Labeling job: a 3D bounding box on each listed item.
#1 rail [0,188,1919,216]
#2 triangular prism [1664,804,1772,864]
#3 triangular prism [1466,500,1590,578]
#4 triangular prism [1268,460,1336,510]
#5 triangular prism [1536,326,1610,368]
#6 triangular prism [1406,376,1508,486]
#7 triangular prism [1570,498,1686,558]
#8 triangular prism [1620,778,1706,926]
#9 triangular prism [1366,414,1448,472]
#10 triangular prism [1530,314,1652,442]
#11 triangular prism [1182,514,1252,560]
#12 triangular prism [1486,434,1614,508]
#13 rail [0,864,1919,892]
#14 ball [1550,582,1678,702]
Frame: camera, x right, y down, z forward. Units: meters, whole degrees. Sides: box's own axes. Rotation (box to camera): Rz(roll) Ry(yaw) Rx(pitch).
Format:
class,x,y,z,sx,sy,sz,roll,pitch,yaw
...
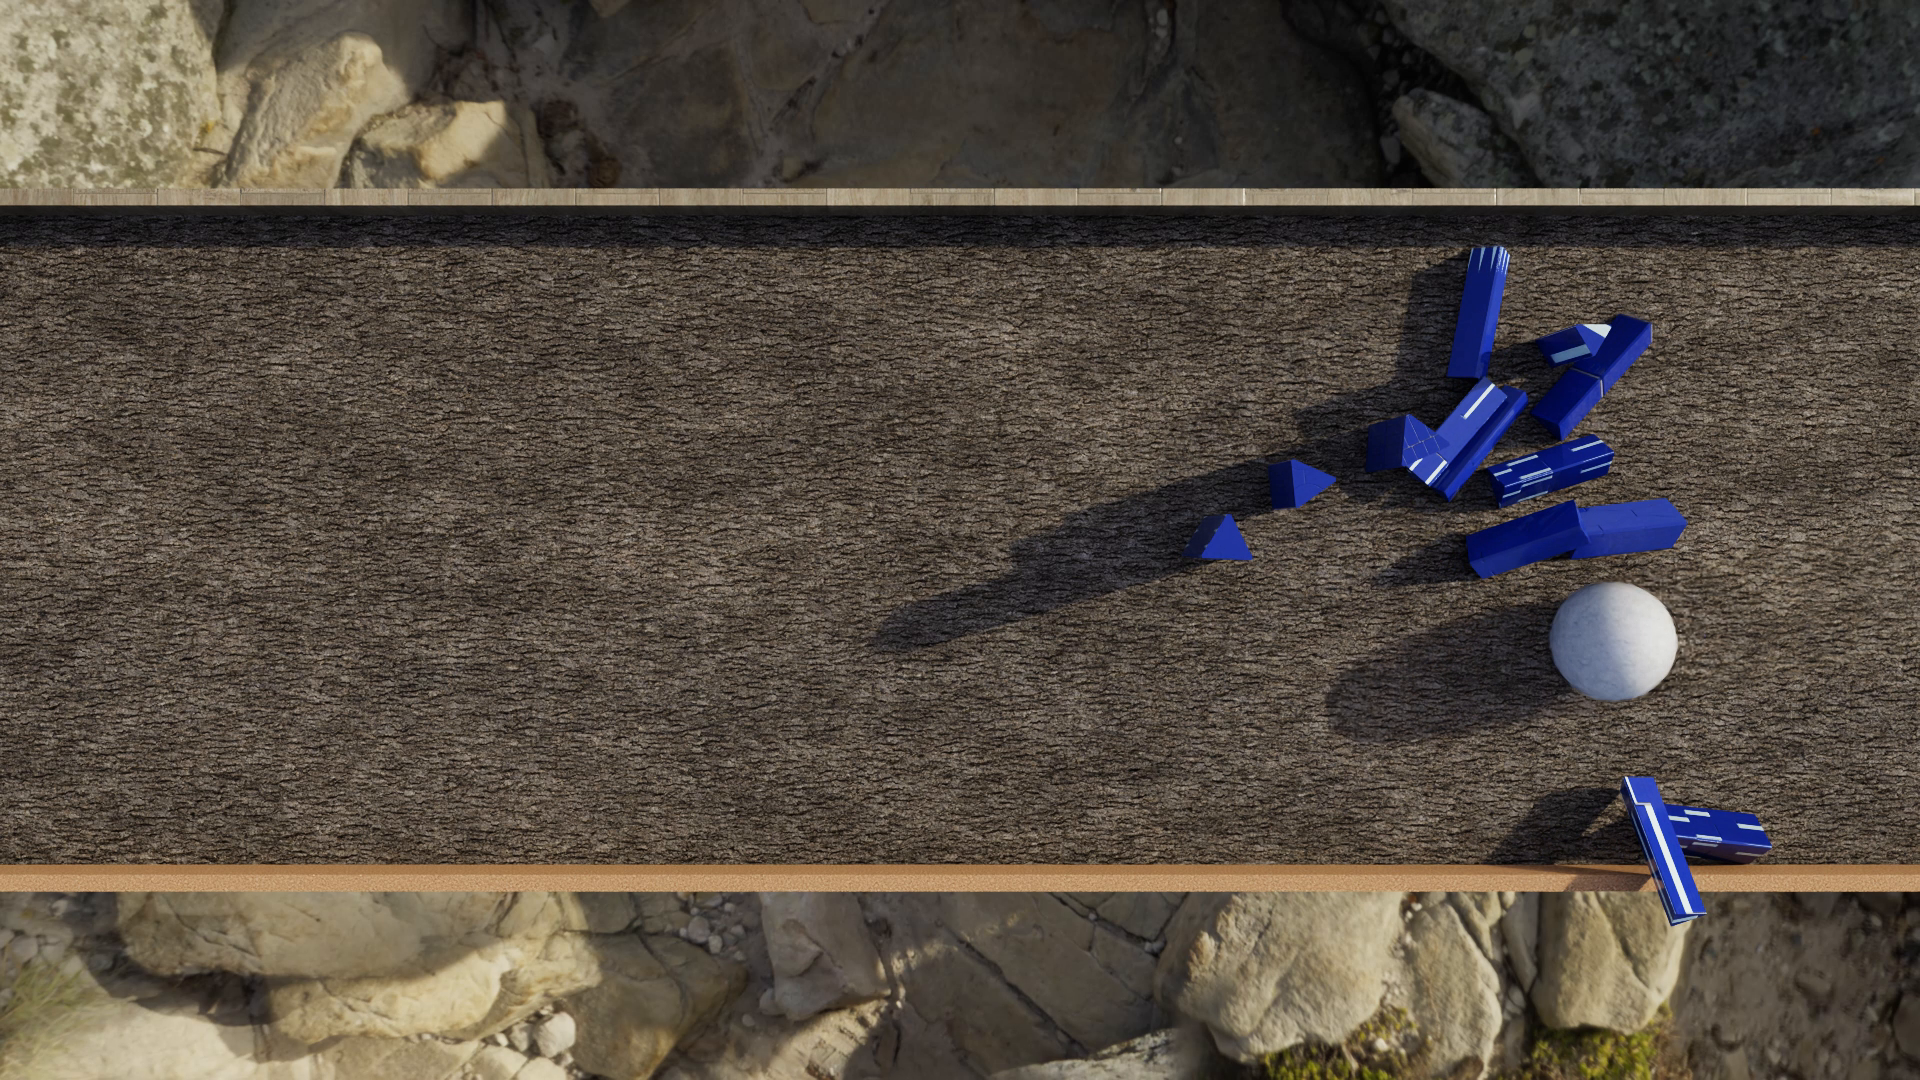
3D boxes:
class,x,y,z,sx,sy,sz,roll,pitch,yaw
rail,-2.247,-1.025,5.002,12.000,0.150,0.050,0,90,0
triangular prism,2.277,0.902,5.008,0.315,0.131,0.151,7,90,0
triangular prism,1.699,0.007,4.949,0.332,0.121,0.139,-21,90,25
triangular prism,0.985,-0.182,4.898,0.139,0.356,0.120,-36,90,0
triangular prism,1.834,-0.595,4.908,0.088,0.337,0.102,-30,90,0
triangular prism,1.495,-0.338,5.014,0.361,0.096,0.083,-49,121,0
triangular prism,2.024,-0.034,5.007,0.313,0.131,0.151,-7,90,0
triangular prism,2.067,0.913,4.898,0.109,0.094,0.436,-32,50,32
triangular prism,1.290,-0.298,4.866,0.148,0.420,0.128,-25,90,0
triangular prism,1.939,-0.499,5.016,0.131,0.114,0.414,42,90,0
triangular prism,0.755,-0.011,4.861,0.143,0.431,0.124,3,90,0
triangular prism,1.804,-0.212,5.018,0.345,0.112,0.129,-18,90,0
rail,-2.247,1.025,5.001,12.000,0.150,0.050,0,90,0
ball,1.939,0.301,4.899,0.354,0.354,0.354,0,90,0
